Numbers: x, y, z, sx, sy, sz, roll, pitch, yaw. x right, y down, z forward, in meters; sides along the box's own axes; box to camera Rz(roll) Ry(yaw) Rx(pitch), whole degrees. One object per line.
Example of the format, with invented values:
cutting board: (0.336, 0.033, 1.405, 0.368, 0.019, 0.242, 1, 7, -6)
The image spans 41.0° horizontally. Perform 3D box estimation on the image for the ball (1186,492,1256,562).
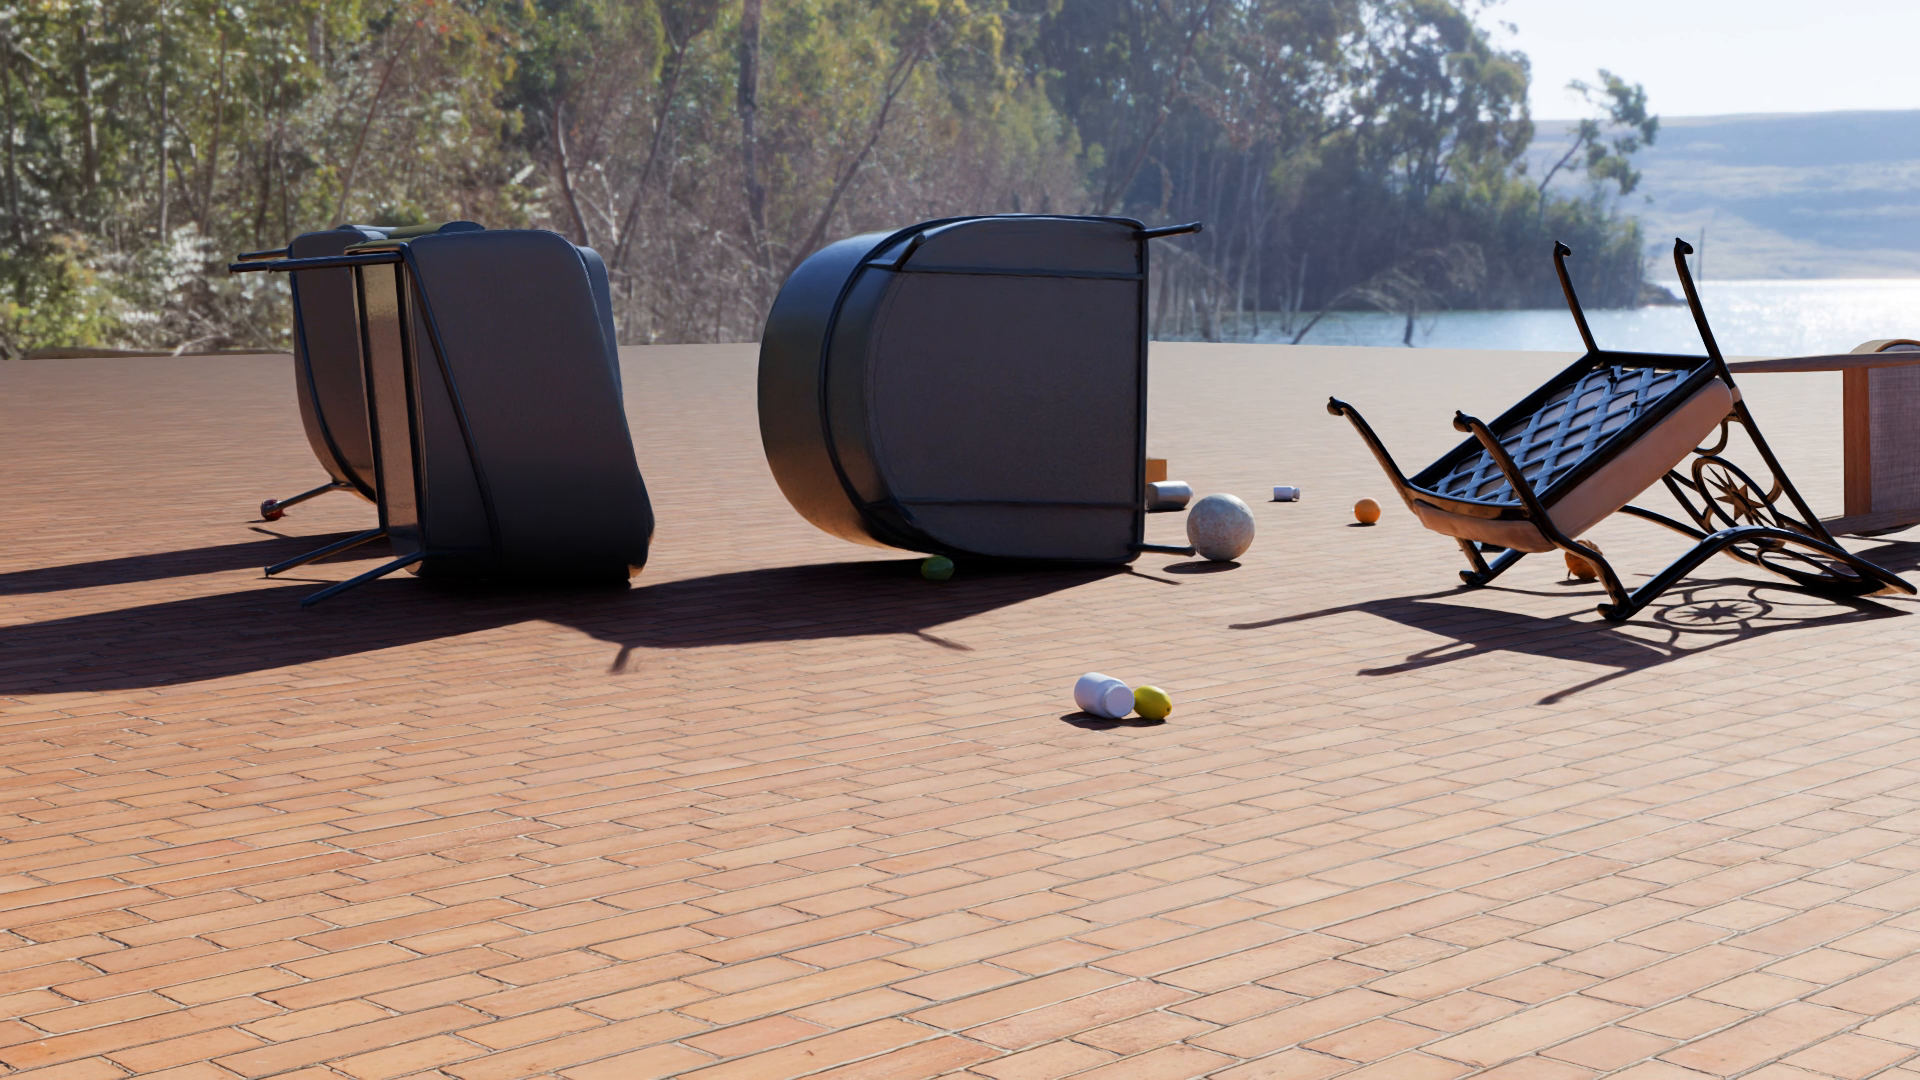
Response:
ball: (0.602, -0.029, 5.923, 0.159, 0.159, 0.159, 0, 6, 0)

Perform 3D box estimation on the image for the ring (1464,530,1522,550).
ring: (1.290, -0.001, 6.206, 0.145, 0.046, 0.083, 1, 4, 1)

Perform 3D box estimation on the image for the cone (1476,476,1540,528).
cone: (1.470, -0.068, 6.748, 0.159, 0.147, 0.151, -13, 38, -36)

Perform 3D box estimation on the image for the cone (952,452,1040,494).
cone: (0.110, -0.209, 7.830, 0.273, 0.126, 0.151, 0, 6, 4)

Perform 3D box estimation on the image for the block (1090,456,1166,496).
block: (0.512, -0.196, 7.795, 0.151, 0.106, 0.196, -3, 7, -27)
